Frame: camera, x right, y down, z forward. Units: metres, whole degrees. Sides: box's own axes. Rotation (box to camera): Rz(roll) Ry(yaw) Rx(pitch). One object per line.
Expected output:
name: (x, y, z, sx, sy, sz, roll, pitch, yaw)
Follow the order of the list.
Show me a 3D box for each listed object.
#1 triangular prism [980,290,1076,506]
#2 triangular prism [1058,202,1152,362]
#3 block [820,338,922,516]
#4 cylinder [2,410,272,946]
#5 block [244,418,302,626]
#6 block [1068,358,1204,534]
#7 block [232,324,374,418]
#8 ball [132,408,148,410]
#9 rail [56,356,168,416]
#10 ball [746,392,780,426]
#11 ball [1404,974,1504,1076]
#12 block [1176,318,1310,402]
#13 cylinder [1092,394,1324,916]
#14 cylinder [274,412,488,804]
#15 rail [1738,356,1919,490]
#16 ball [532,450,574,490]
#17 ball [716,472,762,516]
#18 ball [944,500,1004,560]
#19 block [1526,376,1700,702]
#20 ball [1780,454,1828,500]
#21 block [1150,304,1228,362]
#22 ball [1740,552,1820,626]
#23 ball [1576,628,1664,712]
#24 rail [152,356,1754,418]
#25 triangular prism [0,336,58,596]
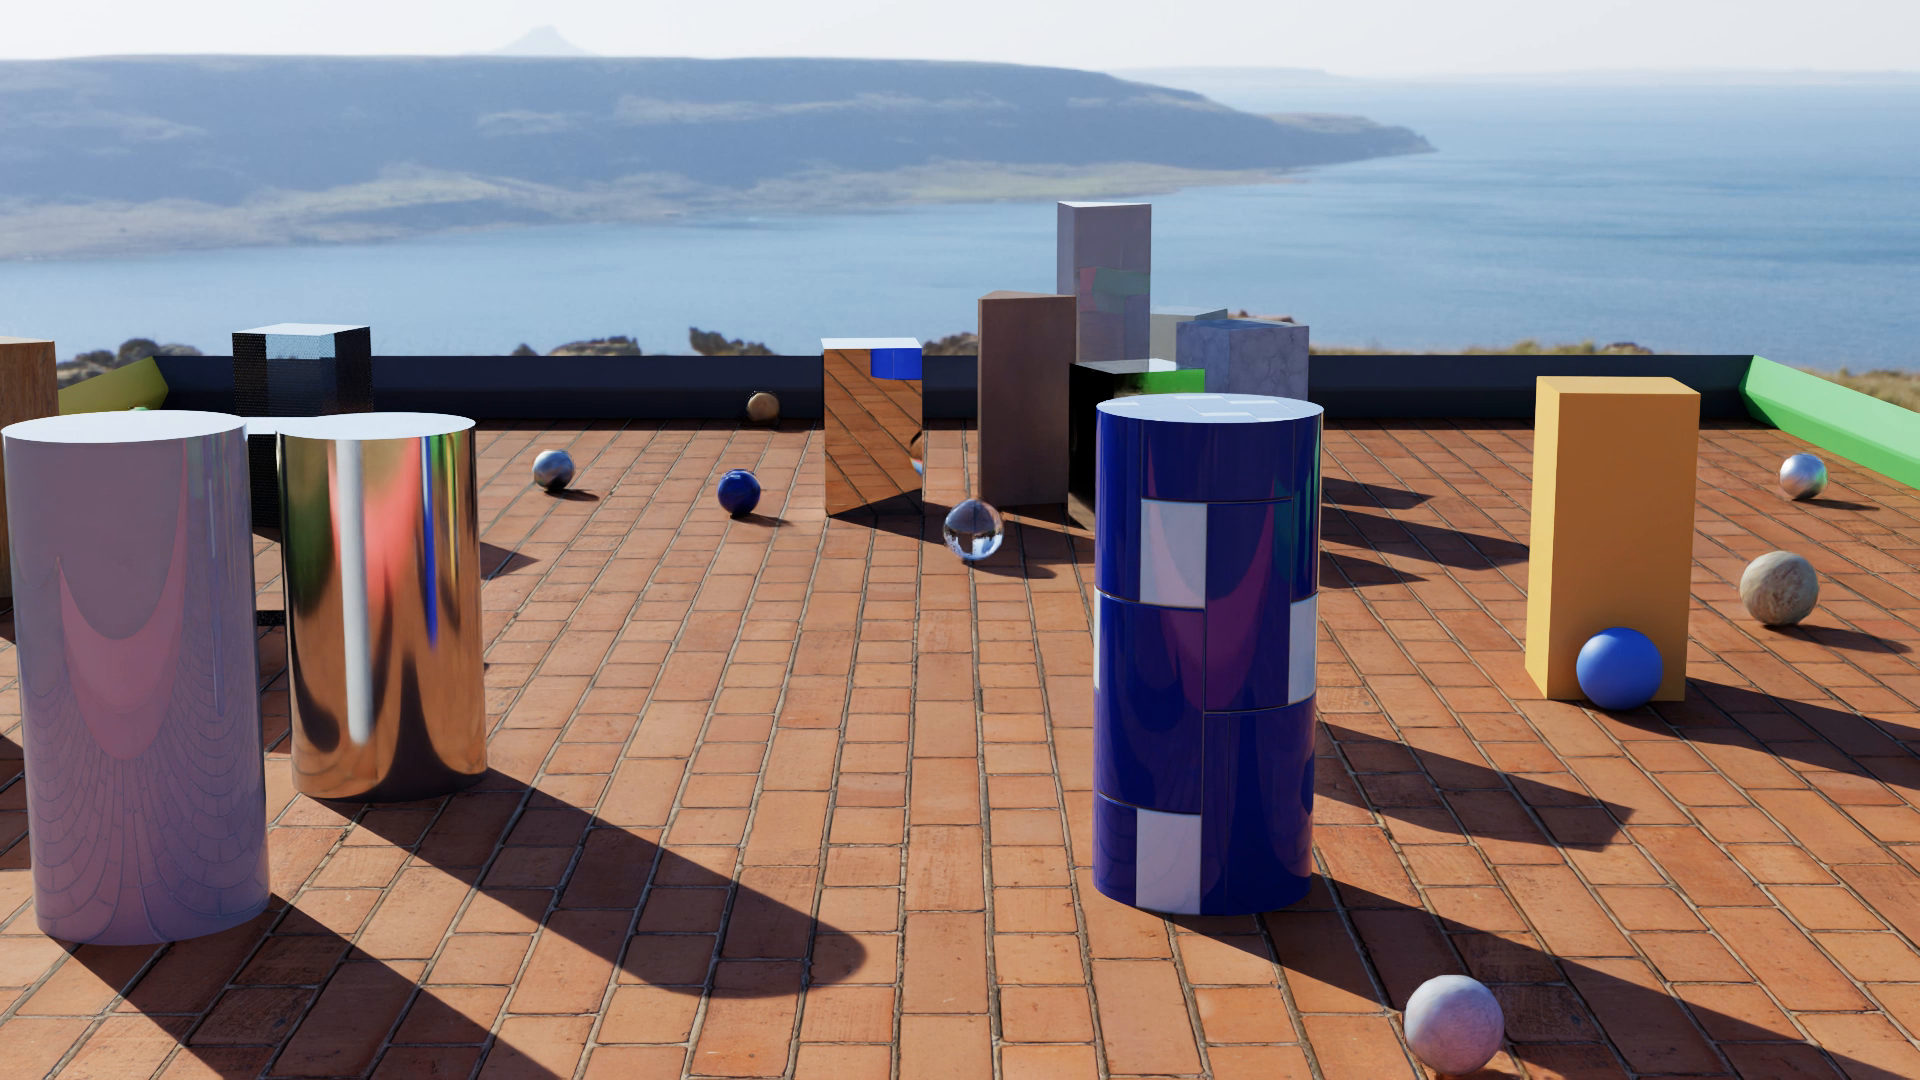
triangular prism: (0.090, -0.244, 4.350, 0.171, 0.347, 0.148, -4, 11, -18)
triangular prism: (0.221, -0.348, 4.525, 0.171, 0.488, 0.148, -8, 13, -37)
block: (-0.147, -0.189, 4.251, 0.158, 0.275, 0.158, -1, 11, -5)
cylinder: (-0.706, 0.113, 2.208, 0.198, 0.426, 0.198, 0, 10, 0)
block: (-0.943, -0.026, 3.428, 0.158, 0.255, 0.158, 0, 10, -1)
block: (0.278, -0.147, 4.069, 0.158, 0.259, 0.158, -4, 11, -23)
block: (-1.067, -0.192, 4.188, 0.158, 0.305, 0.158, 3, 11, 17)
ball: (-1.597, -0.224, 5.001, 0.070, 0.070, 0.070, 0, 10, 0)
rail: (-1.649, 0.035, 3.439, 0.045, 0.129, 3.893, 0, 10, 0)
ball: (-0.401, -0.267, 5.242, 0.069, 0.069, 0.069, 0, 10, 0)
ball: (0.361, 0.354, 1.874, 0.073, 0.073, 0.073, 0, 10, 0)
block: (0.470, -0.212, 4.300, 0.158, 0.302, 0.158, -6, 12, -28)
cylinder: (0.218, 0.096, 2.282, 0.198, 0.431, 0.198, 0, 10, 0)
cylinder: (-0.590, 0.065, 2.627, 0.198, 0.367, 0.198, 0, 10, 0)
rail: (1.649, 0.031, 3.458, 0.045, 0.129, 3.893, 0, 10, 0)
ball: (-0.704, -0.120, 4.443, 0.071, 0.071, 0.071, 0, 10, 0)
ball: (-0.362, -0.077, 4.203, 0.072, 0.072, 0.072, 0, 10, 0)
ball: (0.021, -0.015, 3.817, 0.091, 0.091, 0.091, 0, 10, 0)
block: (0.766, -0.005, 3.027, 0.158, 0.359, 0.158, 1, 11, 3)
ball: (1.432, -0.108, 4.354, 0.079, 0.079, 0.079, 0, 10, 0)
block: (0.389, -0.284, 4.746, 0.158, 0.282, 0.158, 5, 12, 27)
ball: (1.075, 0.064, 3.367, 0.099, 0.099, 0.099, 0, 10, 0)
ball: (0.753, 0.147, 2.926, 0.096, 0.096, 0.096, 0, 10, 0)
rail: (-0.011, -0.317, 5.340, 3.346, 0.129, 0.045, 0, 10, 0)
triangular prism: (-1.358, -0.106, 3.596, 0.171, 0.352, 0.148, -5, 12, -25)
